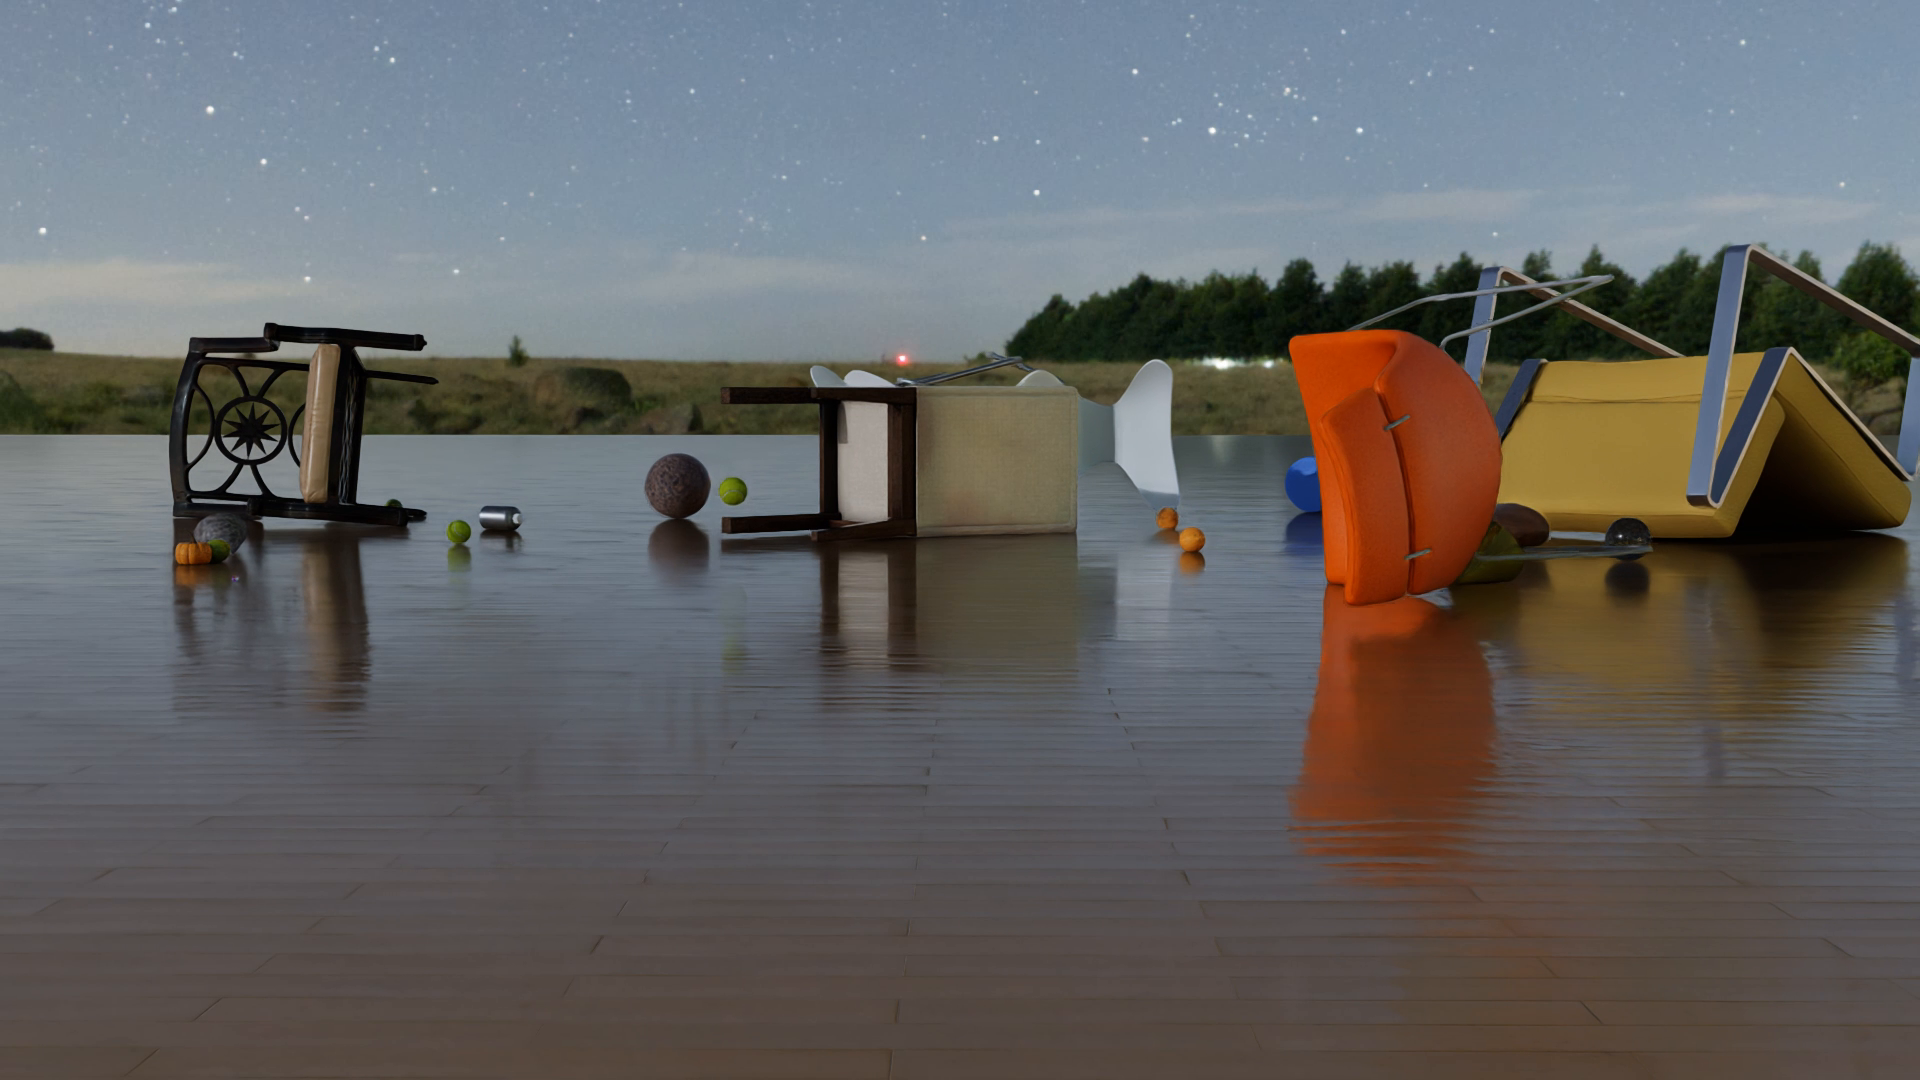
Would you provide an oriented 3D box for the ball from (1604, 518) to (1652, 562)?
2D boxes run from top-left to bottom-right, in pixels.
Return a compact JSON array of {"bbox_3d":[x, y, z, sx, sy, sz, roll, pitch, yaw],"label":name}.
[{"bbox_3d":[1.740,-0.002,5.728,0.116,0.116,0.116,0,4,0],"label":"ball"}]

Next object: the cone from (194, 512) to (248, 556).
[{"bbox_3d":[-1.998,0.010,5.995,0.144,0.120,0.136,0,27,-33],"label":"cone"}]

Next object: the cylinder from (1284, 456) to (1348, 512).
[{"bbox_3d":[1.319,-0.209,8.126,0.196,0.204,0.201,-30,-7,20],"label":"cylinder"}]

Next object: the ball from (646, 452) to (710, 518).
[{"bbox_3d":[-0.980,-0.189,7.645,0.227,0.227,0.227,0,4,0],"label":"ball"}]

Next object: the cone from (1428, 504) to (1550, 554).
[{"bbox_3d":[1.412,0.000,6.071,0.337,0.132,0.260,-15,12,-30],"label":"cone"}]

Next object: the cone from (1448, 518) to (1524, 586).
[{"bbox_3d":[1.172,0.064,5.060,0.169,0.171,0.177,-34,21,-30],"label":"cone"}]
